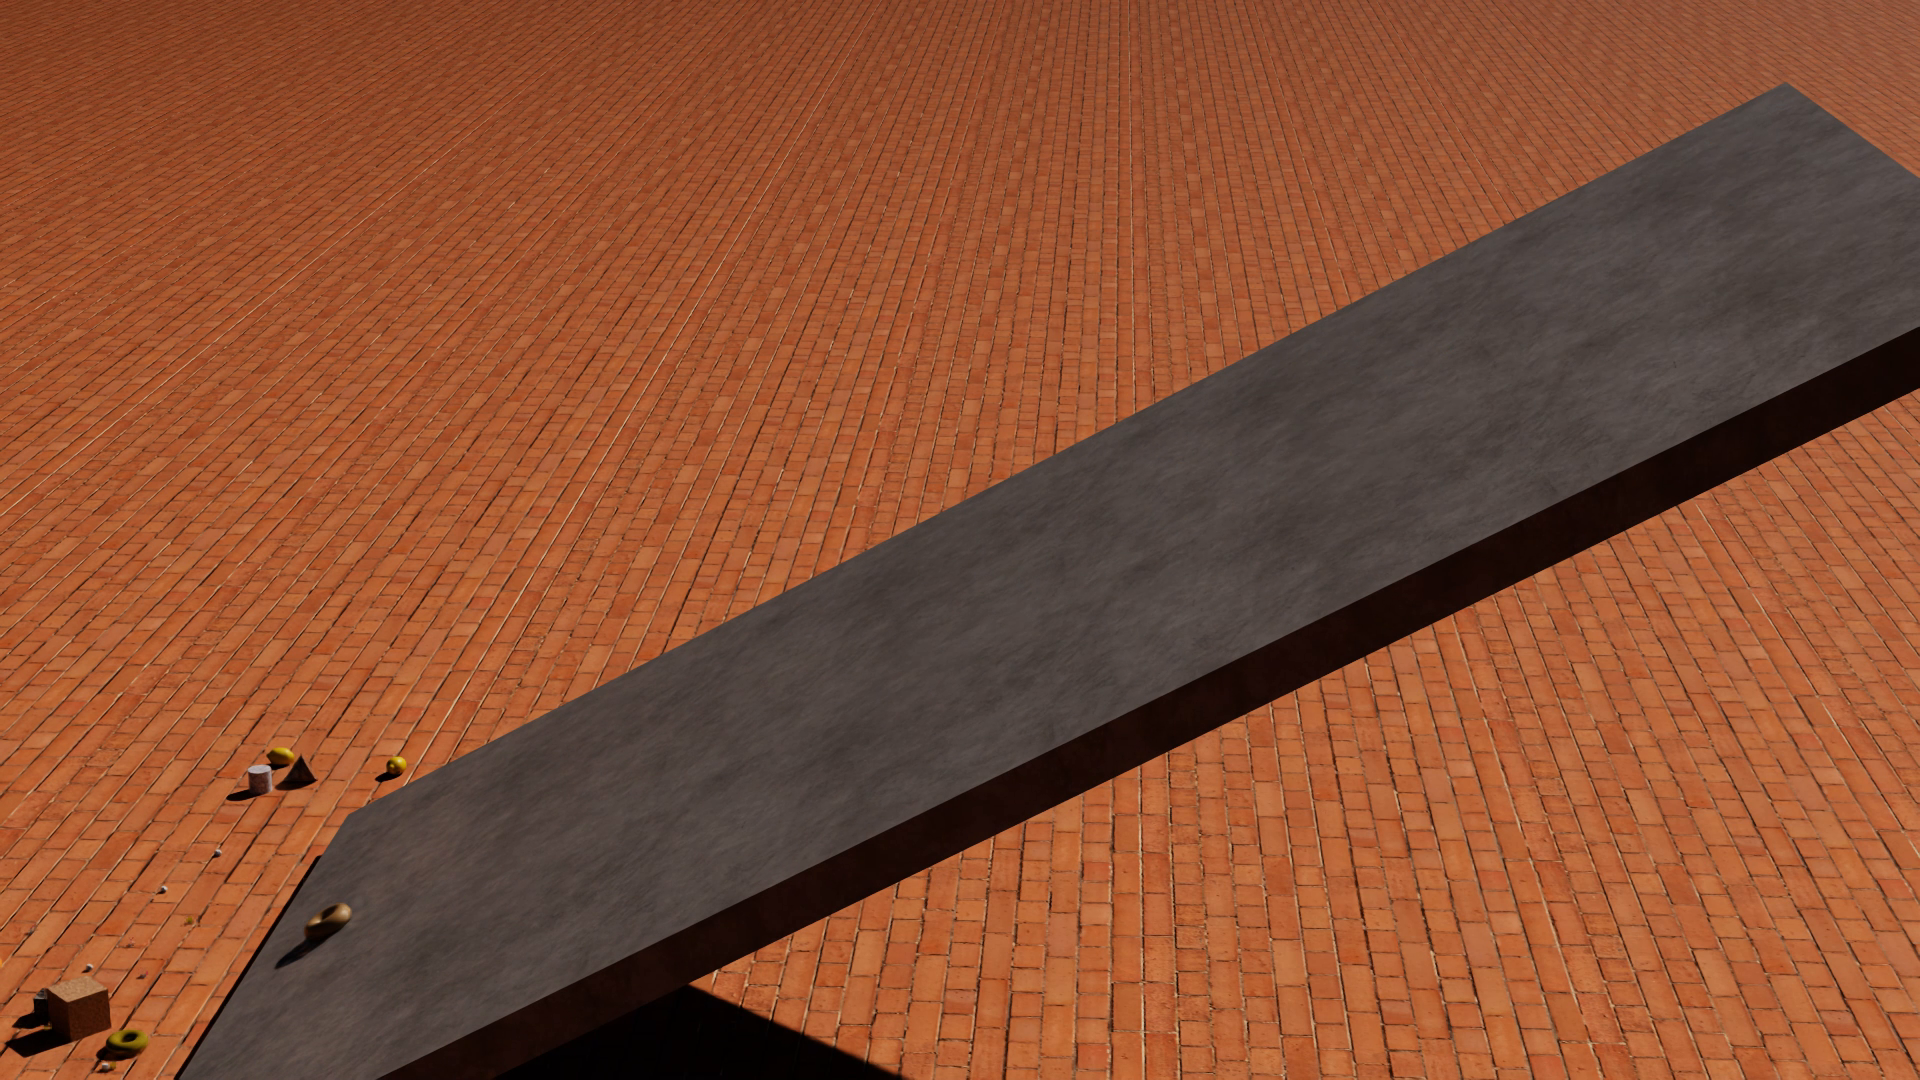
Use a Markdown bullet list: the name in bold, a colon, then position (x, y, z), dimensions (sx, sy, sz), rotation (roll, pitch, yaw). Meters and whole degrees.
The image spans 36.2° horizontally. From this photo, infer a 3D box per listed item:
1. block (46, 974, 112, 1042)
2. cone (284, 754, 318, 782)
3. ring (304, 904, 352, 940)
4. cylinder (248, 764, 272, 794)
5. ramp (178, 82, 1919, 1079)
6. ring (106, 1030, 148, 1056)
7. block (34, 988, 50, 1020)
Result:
- **block**: position (-1.988, 1.057, 6.638), dimensions (0.099, 0.099, 0.099), rotation (-16, 24, -41)
- **cone**: position (-1.816, 0.641, 8.040), dimensions (0.085, 0.085, 0.085), rotation (-31, 23, -6)
- **ring**: position (-1.437, 0.868, 6.684), dimensions (0.117, 0.039, 0.117), rotation (-27, 15, 8)
- **cylinder**: position (-1.897, 0.650, 7.974), dimensions (0.062, 0.062, 0.062), rotation (0, 18, 0)
- **ramp**: position (0.141, 0.167, 6.282), dimensions (4.000, 0.100, 2.000), rotation (-27, 14, 11)
- **ring**: position (-1.855, 1.120, 6.552), dimensions (0.093, 0.031, 0.093), rotation (1, 18, 0)
- **block**: position (-2.076, 1.059, 6.707), dimensions (0.053, 0.053, 0.053), rotation (2, 18, 6)
